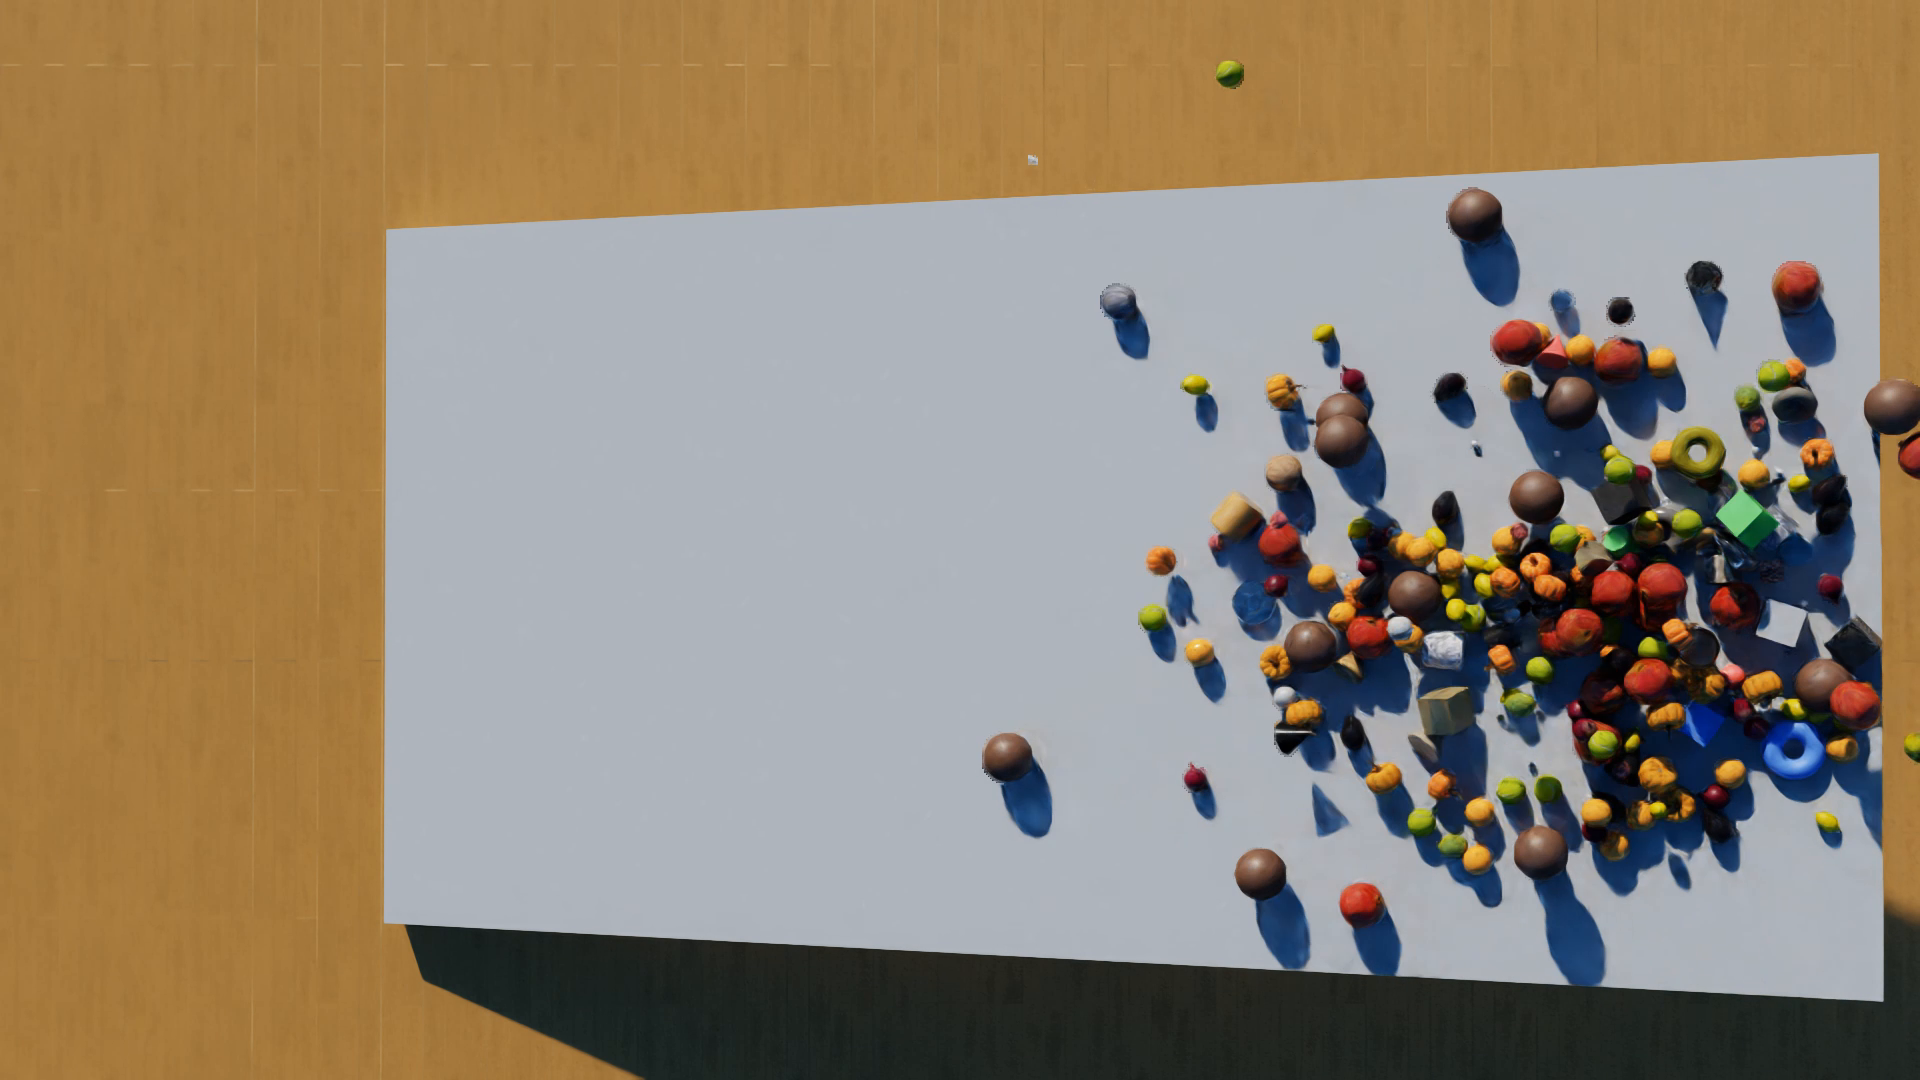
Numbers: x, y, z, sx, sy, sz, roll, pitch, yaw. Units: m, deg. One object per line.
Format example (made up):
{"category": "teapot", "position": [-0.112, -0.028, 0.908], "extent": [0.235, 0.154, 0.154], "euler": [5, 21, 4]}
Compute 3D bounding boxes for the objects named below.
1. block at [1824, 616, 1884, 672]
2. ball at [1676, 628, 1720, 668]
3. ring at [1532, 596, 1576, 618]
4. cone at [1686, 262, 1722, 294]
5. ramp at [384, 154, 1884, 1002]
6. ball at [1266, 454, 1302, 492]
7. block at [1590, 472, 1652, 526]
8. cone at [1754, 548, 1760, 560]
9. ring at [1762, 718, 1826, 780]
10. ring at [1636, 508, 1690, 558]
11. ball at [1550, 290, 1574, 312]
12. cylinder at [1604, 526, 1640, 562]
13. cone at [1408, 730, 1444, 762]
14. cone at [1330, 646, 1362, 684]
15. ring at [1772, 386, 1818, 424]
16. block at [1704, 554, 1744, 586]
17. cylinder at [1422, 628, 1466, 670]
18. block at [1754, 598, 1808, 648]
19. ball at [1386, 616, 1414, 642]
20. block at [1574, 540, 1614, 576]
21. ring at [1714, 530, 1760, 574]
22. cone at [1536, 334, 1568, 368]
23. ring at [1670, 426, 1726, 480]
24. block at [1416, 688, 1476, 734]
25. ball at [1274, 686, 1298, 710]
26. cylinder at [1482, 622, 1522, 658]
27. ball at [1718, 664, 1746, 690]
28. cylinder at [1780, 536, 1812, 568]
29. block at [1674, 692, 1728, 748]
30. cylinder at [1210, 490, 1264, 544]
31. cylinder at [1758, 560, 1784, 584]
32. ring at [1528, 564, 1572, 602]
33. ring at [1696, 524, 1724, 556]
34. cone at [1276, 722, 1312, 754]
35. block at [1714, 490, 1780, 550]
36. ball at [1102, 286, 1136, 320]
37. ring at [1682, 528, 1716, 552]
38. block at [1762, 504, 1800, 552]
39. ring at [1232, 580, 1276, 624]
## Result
{"category": "block", "position": [2.092, 0.243, 5.148], "extent": [0.087, 0.087, 0.087], "euler": [48, 115, 14]}
{"category": "ball", "position": [1.737, 0.254, 5.176], "extent": [0.097, 0.097, 0.097], "euler": [0, 89, 0]}
{"category": "ring", "position": [1.436, 0.163, 5.319], "extent": [0.108, 0.108, 0.036], "euler": [-16, 98, 0]}
{"category": "cone", "position": [1.768, -0.616, 5.255], "extent": [0.083, 0.083, 0.083], "euler": [13, 117, 28]}
{"category": "ramp", "position": [0.272, 0.095, 5.811], "extent": [4.000, 0.100, 2.000], "euler": [0, 89, 17]}
{"category": "ball", "position": [0.817, -0.170, 5.549], "extent": [0.094, 0.094, 0.094], "euler": [0, 89, 0]}
{"category": "block", "position": [1.582, -0.097, 5.254], "extent": [0.089, 0.089, 0.089], "euler": [-33, 67, 32]}
{"category": "cone", "position": [1.881, 0.027, 5.239], "extent": [0.070, 0.070, 0.070], "euler": [-42, 81, -1]}
{"category": "ring", "position": [1.977, 0.496, 5.214], "extent": [0.145, 0.048, 0.145], "euler": [0, 89, 16]}
{"category": "ring", "position": [1.693, -0.017, 5.303], "extent": [0.126, 0.042, 0.126], "euler": [4, 99, 25]}
{"category": "ball", "position": [1.471, -0.585, 5.378], "extent": [0.055, 0.055, 0.055], "euler": [0, 89, 0]}
{"category": "cylinder", "position": [1.591, 0.011, 5.285], "extent": [0.065, 0.065, 0.065], "euler": [36, 89, -39]}
{"category": "cone", "position": [1.179, 0.485, 5.457], "extent": [0.094, 0.094, 0.094], "euler": [-44, 89, -15]}
{"category": "cone", "position": [0.989, 0.299, 5.518], "extent": [0.090, 0.090, 0.090], "euler": [35, 72, 0]}
{"category": "ring", "position": [1.977, -0.319, 5.209], "extent": [0.101, 0.034, 0.101], "euler": [10, 134, 11]}
{"category": "block", "position": [1.821, 0.071, 5.244], "extent": [0.066, 0.066, 0.066], "euler": [-9, 80, 39]}
{"category": "cylinder", "position": [1.194, 0.271, 5.429], "extent": [0.094, 0.094, 0.094], "euler": [6, 89, 17]}
{"category": "block", "position": [1.941, 0.195, 5.203], "extent": [0.092, 0.092, 0.092], "euler": [19, 96, 18]}
{"category": "ball", "position": [1.048, 0.211, 5.235], "extent": [0.062, 0.062, 0.062], "euler": [0, 89, 0]}
{"category": "block", "position": [1.528, 0.045, 5.303], "extent": [0.058, 0.058, 0.058], "euler": [9, 45, -19]}
{"category": "ring", "position": [1.818, 0.028, 5.149], "extent": [0.124, 0.124, 0.041], "euler": [38, 117, 1]}
{"category": "cone", "position": [1.459, -0.473, 5.385], "extent": [0.077, 0.077, 0.077], "euler": [18, 70, 0]}
{"category": "ring", "position": [1.758, -0.207, 5.239], "extent": [0.128, 0.043, 0.128], "euler": [0, 87, 6]}
{"category": "block", "position": [1.194, 0.420, 5.398], "extent": [0.090, 0.090, 0.090], "euler": [-22, 101, -39]}
{"category": "ball", "position": [0.823, 0.397, 5.557], "extent": [0.059, 0.059, 0.059], "euler": [0, 89, 0]}
{"category": "cylinder", "position": [1.329, 0.241, 5.400], "extent": [0.073, 0.073, 0.073], "euler": [-29, 89, 14]}
{"category": "ball", "position": [1.844, 0.328, 5.250], "extent": [0.060, 0.060, 0.060], "euler": [0, 89, 0]}
{"category": "cylinder", "position": [1.980, 0.027, 5.204], "extent": [0.071, 0.071, 0.071], "euler": [1, 93, 20]}
{"category": "block", "position": [1.770, 0.429, 5.252], "extent": [0.084, 0.084, 0.084], "euler": [35, 108, 14]}
{"category": "cylinder", "position": [0.703, -0.059, 5.577], "extent": [0.098, 0.098, 0.098], "euler": [40, 103, 1]}
{"category": "cylinder", "position": [1.930, 0.075, 5.232], "extent": [0.052, 0.052, 0.052], "euler": [-8, 87, 0]}
{"category": "ring", "position": [1.444, 0.111, 5.385], "extent": [0.108, 0.036, 0.108], "euler": [0, 91, 19]}
{"category": "ring", "position": [1.806, 0.004, 5.283], "extent": [0.082, 0.027, 0.082], "euler": [0, 91, 17]}
{"category": "cone", "position": [0.838, 0.482, 5.437], "extent": [0.082, 0.082, 0.082], "euler": [-18, 89, 40]}
{"category": "block", "position": [1.843, -0.048, 5.149], "extent": [0.084, 0.084, 0.084], "euler": [26, 113, -39]}
{"category": "ball", "position": [0.412, -0.614, 5.681], "extent": [0.088, 0.088, 0.088], "euler": [0, 89, 0]}
{"category": "ring", "position": [1.761, 0.000, 5.241], "extent": [0.084, 0.084, 0.028], "euler": [-24, 67, 0]}
{"category": "block", "position": [1.927, -0.030, 5.212], "extent": [0.078, 0.078, 0.078], "euler": [44, 112, 16]}
{"category": "ring", "position": [0.748, 0.160, 5.595], "extent": [0.112, 0.037, 0.112], "euler": [-1, 87, 20]}
